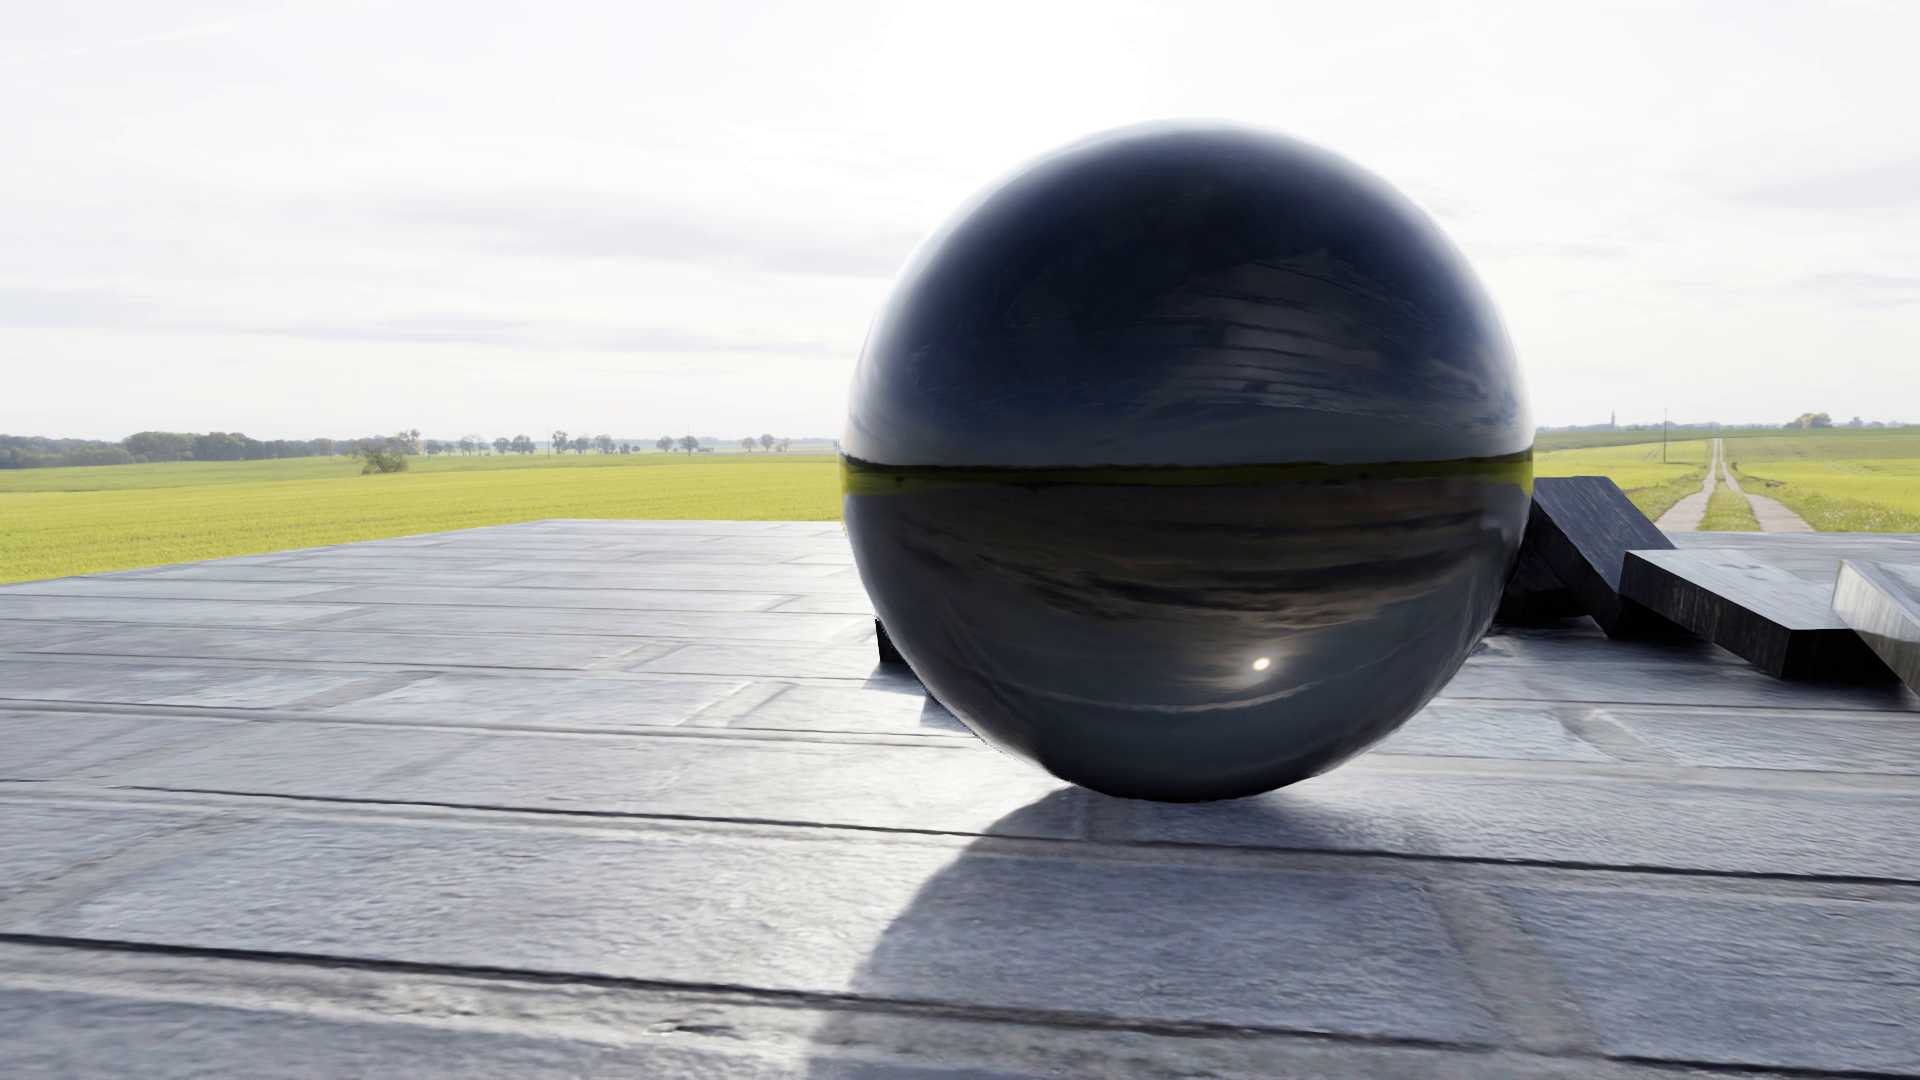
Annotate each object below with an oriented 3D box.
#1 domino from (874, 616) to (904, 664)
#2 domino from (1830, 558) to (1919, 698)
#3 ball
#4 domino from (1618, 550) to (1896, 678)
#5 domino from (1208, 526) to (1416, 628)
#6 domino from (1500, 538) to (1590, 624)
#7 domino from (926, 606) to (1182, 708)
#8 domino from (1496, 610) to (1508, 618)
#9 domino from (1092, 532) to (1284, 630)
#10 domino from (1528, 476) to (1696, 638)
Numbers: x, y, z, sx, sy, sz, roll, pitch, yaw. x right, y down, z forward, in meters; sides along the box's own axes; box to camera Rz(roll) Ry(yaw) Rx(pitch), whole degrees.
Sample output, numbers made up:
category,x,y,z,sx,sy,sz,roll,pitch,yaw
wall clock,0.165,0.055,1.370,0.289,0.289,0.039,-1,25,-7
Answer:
category,x,y,z,sx,sy,sz,roll,pitch,yaw
domino,0.008,0.013,0.264,0.025,0.009,0.050,3,16,33
domino,0.169,0.016,0.215,0.025,0.009,0.050,7,17,17
ball,0.026,-0.009,0.154,0.080,0.080,0.080,0,4,0
domino,0.159,0.014,0.257,0.025,0.010,0.050,0,16,-6
domino,0.086,0.008,0.317,0.050,0.009,0.025,-18,13,-32
domino,0.134,0.000,0.319,0.025,0.009,0.050,-4,37,-20
domino,0.019,0.020,0.235,0.025,0.009,0.050,3,5,34
domino,0.131,0.013,0.326,0.050,0.010,0.025,-1,4,-17
domino,0.049,0.010,0.295,0.050,0.010,0.025,-22,18,-41
domino,0.152,0.003,0.302,0.025,0.010,0.050,-1,36,-9
